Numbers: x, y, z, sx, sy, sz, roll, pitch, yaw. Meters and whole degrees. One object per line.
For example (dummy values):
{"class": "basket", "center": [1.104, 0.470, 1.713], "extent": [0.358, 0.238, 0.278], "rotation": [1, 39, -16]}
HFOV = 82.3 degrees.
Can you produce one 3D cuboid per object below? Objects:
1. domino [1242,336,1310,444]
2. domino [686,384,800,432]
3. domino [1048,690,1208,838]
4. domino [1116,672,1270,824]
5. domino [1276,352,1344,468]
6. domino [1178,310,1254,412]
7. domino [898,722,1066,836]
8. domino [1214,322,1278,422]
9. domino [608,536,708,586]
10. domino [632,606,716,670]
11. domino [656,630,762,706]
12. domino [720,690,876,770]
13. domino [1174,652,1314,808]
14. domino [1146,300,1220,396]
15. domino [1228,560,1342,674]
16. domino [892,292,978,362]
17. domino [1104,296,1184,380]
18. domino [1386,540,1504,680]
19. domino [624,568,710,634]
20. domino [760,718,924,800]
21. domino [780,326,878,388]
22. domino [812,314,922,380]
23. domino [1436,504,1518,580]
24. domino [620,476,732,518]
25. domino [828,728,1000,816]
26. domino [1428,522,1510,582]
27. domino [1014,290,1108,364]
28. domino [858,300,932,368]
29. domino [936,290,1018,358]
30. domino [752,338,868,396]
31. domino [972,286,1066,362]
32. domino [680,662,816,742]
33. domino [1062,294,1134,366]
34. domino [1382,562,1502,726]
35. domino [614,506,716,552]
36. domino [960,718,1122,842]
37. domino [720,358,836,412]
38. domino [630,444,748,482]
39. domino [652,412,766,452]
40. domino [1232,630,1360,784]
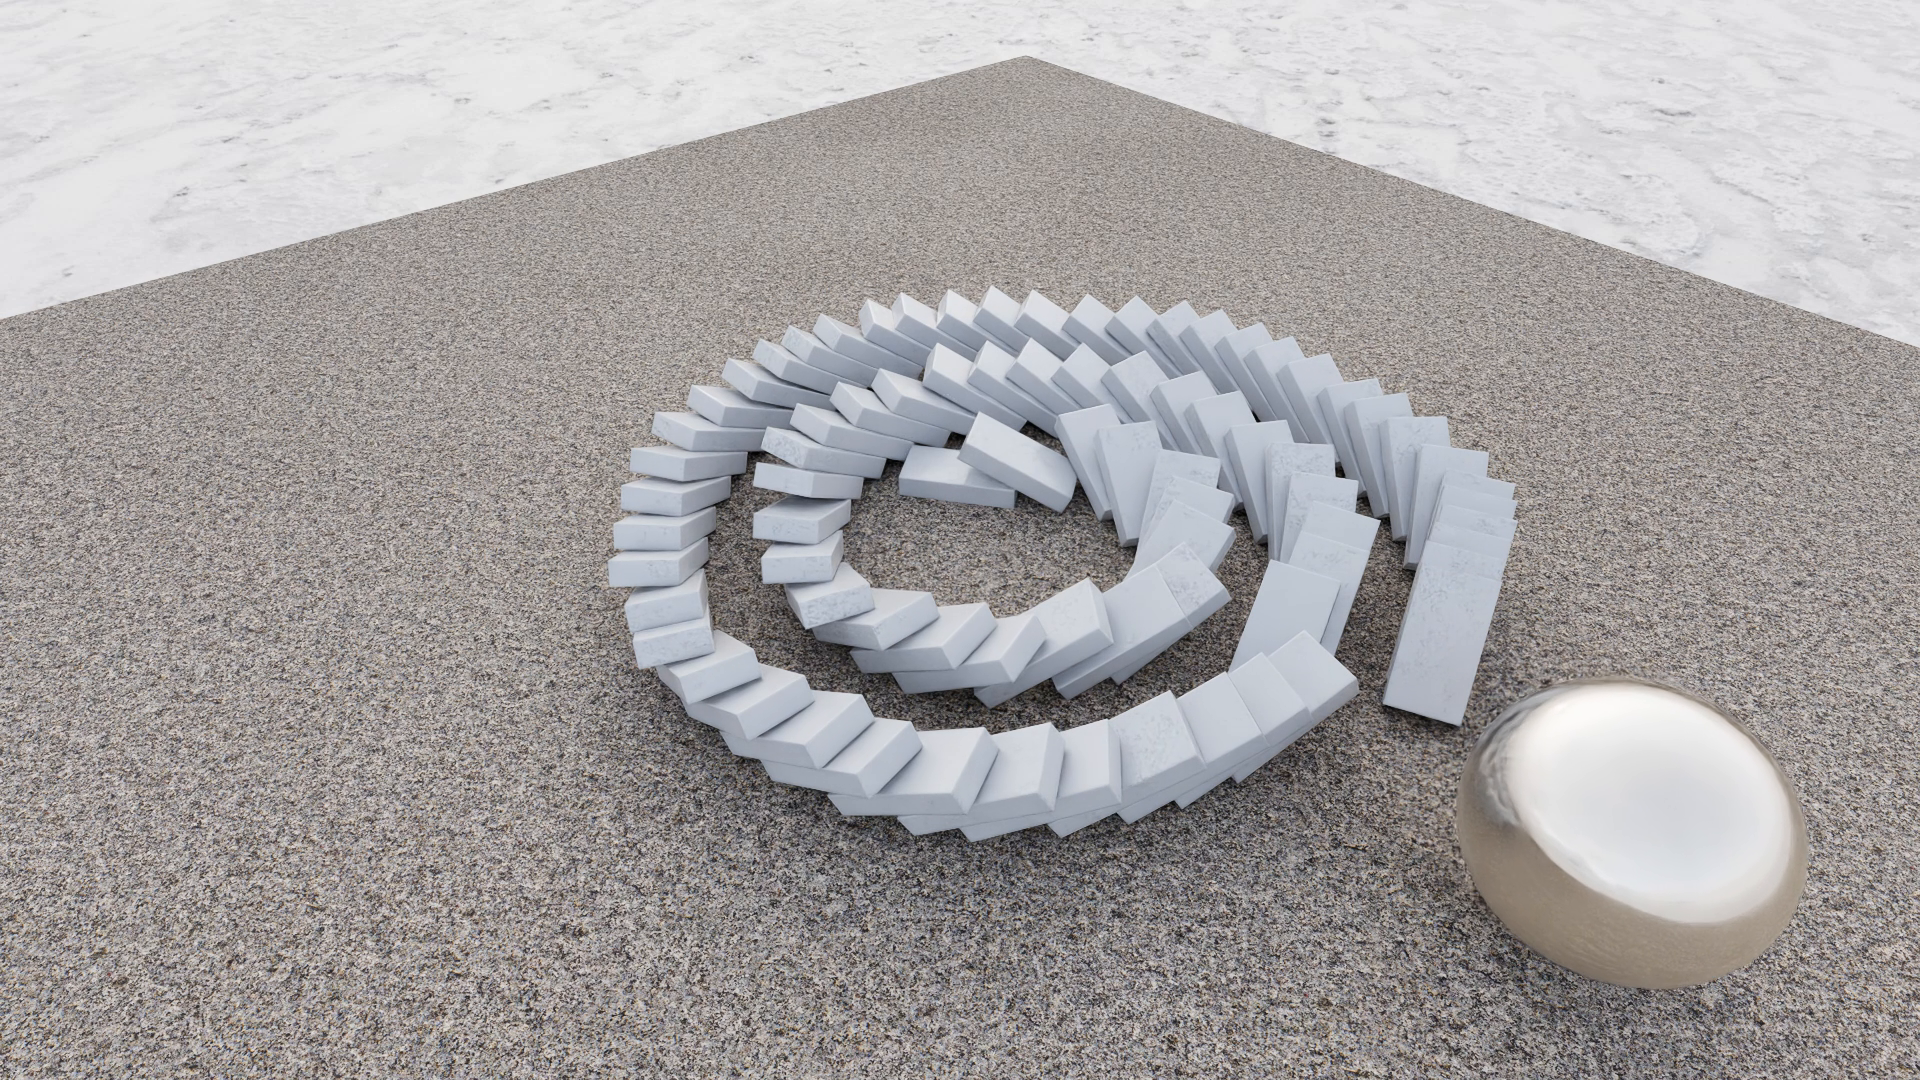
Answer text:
{"class": "domino", "center": [0.153, -0.067, 0.504], "extent": [0.025, 0.010, 0.050], "rotation": [-20, 76, -27]}
{"class": "domino", "center": [-0.095, -0.059, 0.498], "extent": [0.025, 0.009, 0.050], "rotation": [32, 21, 33]}
{"class": "domino", "center": [0.048, 0.069, 0.339], "extent": [0.050, 0.009, 0.025], "rotation": [-29, 41, 13]}
{"class": "domino", "center": [0.068, 0.065, 0.344], "extent": [0.050, 0.010, 0.025], "rotation": [-32, 44, 10]}
{"class": "domino", "center": [0.164, -0.058, 0.493], "extent": [0.025, 0.010, 0.050], "rotation": [-16, 74, -23]}
{"class": "domino", "center": [0.129, -0.084, 0.525], "extent": [0.025, 0.010, 0.050], "rotation": [-29, 81, -33]}
{"class": "domino", "center": [0.006, 0.073, 0.333], "extent": [0.050, 0.010, 0.025], "rotation": [-18, 35, 30]}
{"class": "domino", "center": [0.143, -0.076, 0.515], "extent": [0.025, 0.009, 0.050], "rotation": [-23, 78, -28]}
{"class": "domino", "center": [-0.113, 0.008, 0.415], "extent": [0.025, 0.009, 0.050], "rotation": [-1, 9, -1]}
{"class": "domino", "center": [-0.099, 0.032, 0.384], "extent": [0.025, 0.010, 0.050], "rotation": [-12, 10, -12]}
{"class": "domino", "center": [-0.087, 0.042, 0.372], "extent": [0.025, 0.009, 0.050], "rotation": [-20, 12, -23]}
{"class": "domino", "center": [-0.053, 0.059, 0.351], "extent": [0.050, 0.010, 0.025], "rotation": [-4, 27, 48]}
{"class": "domino", "center": [0.084, 0.061, 0.351], "extent": [0.050, 0.010, 0.025], "rotation": [-35, 44, 4]}
{"class": "domino", "center": [0.116, -0.090, 0.533], "extent": [0.025, 0.009, 0.050], "rotation": [-35, 83, -35]}
{"class": "domino", "center": [0.112, 0.034, 0.383], "extent": [0.025, 0.010, 0.050], "rotation": [19, 73, 21]}
{"class": "domino", "center": [-0.010, -0.103, 0.547], "extent": [0.050, 0.009, 0.025], "rotation": [24, 29, -24]}
{"class": "domino", "center": [0.097, -0.096, 0.541], "extent": [0.050, 0.009, 0.025], "rotation": [43, 49, 2]}
{"class": "domino", "center": [0.168, 0.028, 0.382], "extent": [0.025, 0.050, 0.010], "rotation": [16, 2, 18]}
{"class": "domino", "center": [-0.105, 0.021, 0.397], "extent": [0.025, 0.010, 0.050], "rotation": [-12, 10, -9]}
{"class": "domino", "center": [-0.038, 0.066, 0.344], "extent": [0.050, 0.009, 0.025], "rotation": [-4, 28, 46]}
{"class": "domino", "center": [-0.058, -0.086, 0.526], "extent": [0.050, 0.010, 0.025], "rotation": [15, 19, -45]}
{"class": "domino", "center": [-0.044, -0.093, 0.534], "extent": [0.050, 0.010, 0.025], "rotation": [17, 20, -40]}
{"class": "domino", "center": [0.181, 0.014, 0.398], "extent": [0.025, 0.050, 0.009], "rotation": [16, 2, 18]}
{"class": "domino", "center": [-0.115, -0.020, 0.450], "extent": [0.025, 0.009, 0.050], "rotation": [8, 12, 9]}
{"class": "domino", "center": [-0.015, 0.071, 0.336], "extent": [0.050, 0.010, 0.025], "rotation": [-11, 33, 38]}
{"class": "domino", "center": [0.174, 0.021, 0.390], "extent": [0.025, 0.050, 0.009], "rotation": [16, 2, 18]}
{"class": "domino", "center": [0.052, -0.102, 0.549], "extent": [0.050, 0.009, 0.025], "rotation": [32, 40, -10]}
{"class": "domino", "center": [-0.025, -0.099, 0.544], "extent": [0.050, 0.010, 0.025], "rotation": [22, 31, -28]}
{"class": "domino", "center": [0.013, -0.104, 0.550], "extent": [0.050, 0.010, 0.025], "rotation": [27, 36, -18]}
{"class": "domino", "center": [-0.070, -0.079, 0.518], "extent": [0.050, 0.009, 0.025], "rotation": [13, 19, -49]}
{"class": "domino", "center": [0.032, -0.105, 0.551], "extent": [0.050, 0.009, 0.025], "rotation": [32, 38, -11]}
{"class": "domino", "center": [-0.071, 0.052, 0.362], "extent": [0.025, 0.009, 0.050], "rotation": [-29, 17, -31]}
{"class": "domino", "center": [0.077, -0.099, 0.547], "extent": [0.050, 0.009, 0.025], "rotation": [36, 45, 0]}
{"class": "domino", "center": [0.163, 0.035, 0.373], "extent": [0.025, 0.050, 0.009], "rotation": [16, 2, 18]}
{"class": "domino", "center": [-0.115, -0.005, 0.431], "extent": [0.025, 0.010, 0.050], "rotation": [2, 10, 2]}
{"class": "domino", "center": [0.024, 0.074, 0.336], "extent": [0.050, 0.010, 0.025], "rotation": [-20, 34, 21]}
{"class": "domino", "center": [-0.082, -0.070, 0.509], "extent": [0.025, 0.010, 0.050], "rotation": [36, 19, 36]}
{"class": "domino", "center": [-0.114, -0.033, 0.464], "extent": [0.025, 0.010, 0.050], "rotation": [11, 10, 17]}
{"class": "domino", "center": [-0.107, -0.047, 0.483], "extent": [0.025, 0.010, 0.050], "rotation": [24, 17, 28]}
{"class": "domino", "center": [0.102, 0.054, 0.362], "extent": [0.050, 0.010, 0.025], "rotation": [-36, 46, -4]}
